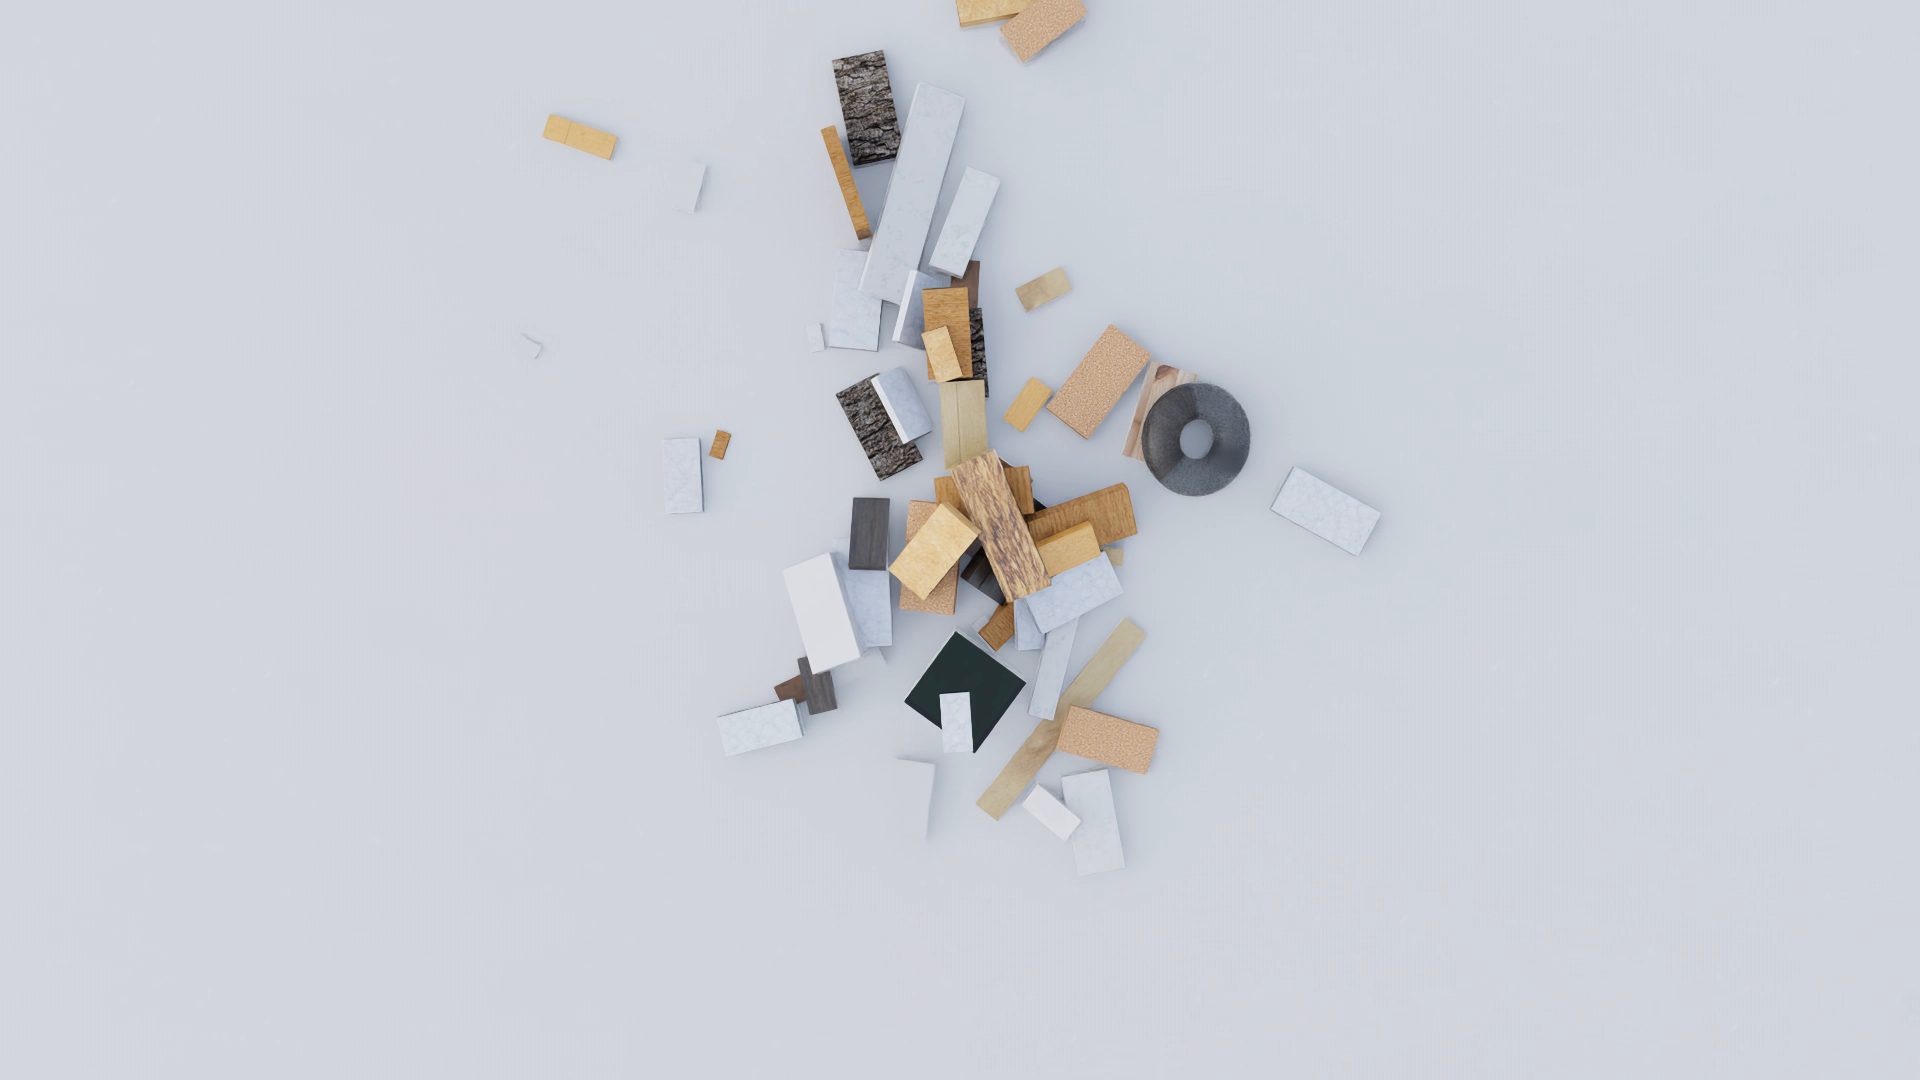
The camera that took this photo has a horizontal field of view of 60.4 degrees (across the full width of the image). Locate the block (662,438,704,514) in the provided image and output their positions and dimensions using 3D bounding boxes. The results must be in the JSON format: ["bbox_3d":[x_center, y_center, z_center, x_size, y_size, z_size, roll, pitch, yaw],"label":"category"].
[{"bbox_3d":[-0.920,-0.212,5.483,0.122,0.035,0.245,-3,90,0],"label":"block"}]

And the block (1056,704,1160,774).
[{"bbox_3d":[0.490,0.660,5.462,0.309,0.044,0.154,16,92,-5],"label":"block"}]

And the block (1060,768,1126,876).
[{"bbox_3d":[0.441,0.935,5.478,0.154,0.044,0.330,-10,90,0],"label":"block"}]

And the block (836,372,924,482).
[{"bbox_3d":[-0.268,-0.376,5.477,0.161,0.046,0.322,-27,90,0],"label":"block"}]

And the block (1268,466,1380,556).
[{"bbox_3d":[1.211,-0.095,5.477,0.326,0.046,0.163,29,90,0],"label":"block"}]

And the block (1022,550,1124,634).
[{"bbox_3d":[0.369,0.172,5.439,0.309,0.044,0.154,-27,98,-10],"label":"block"}]

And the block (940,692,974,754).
[{"bbox_3d":[-0.011,0.576,5.208,0.093,0.026,0.185,-4,90,0],"label":"block"}]

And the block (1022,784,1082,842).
[{"bbox_3d":[0.305,0.901,5.459,0.185,0.026,0.093,39,103,12],"label":"block"}]

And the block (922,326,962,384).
[{"bbox_3d":[-0.058,-0.603,5.360,0.085,0.024,0.171,-17,103,4],"label":"block"}]

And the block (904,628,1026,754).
[{"bbox_3d":[0.016,0.482,5.361,0.279,0.279,0.279,36,90,0],"label":"block"}]

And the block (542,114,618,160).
[{"bbox_3d":[-1.264,-1.341,5.489,0.235,0.023,0.080,19,90,0],"label":"block"}]

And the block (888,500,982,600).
[{"bbox_3d":[-0.082,0.034,5.340,0.155,0.044,0.311,41,118,4],"label":"block"}]

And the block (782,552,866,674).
[{"bbox_3d":[-0.446,0.241,5.416,0.180,0.051,0.360,-21,80,19],"label":"block"}]

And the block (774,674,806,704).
[{"bbox_3d":[-0.523,0.490,5.488,0.173,0.024,0.086,-25,90,0],"label":"block"}]

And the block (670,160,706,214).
[{"bbox_3d":[-0.903,-1.176,5.489,0.080,0.023,0.160,15,90,0],"label":"block"}]

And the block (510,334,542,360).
[{"bbox_3d":[-1.444,-0.645,5.493,0.092,0.013,0.046,30,90,0],"label":"block"}]

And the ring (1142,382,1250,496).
[{"bbox_3d":[0.775,-0.329,5.405,0.378,0.126,0.378,-2,97,-15],"label":"ring"}]

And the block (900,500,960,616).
[{"bbox_3d":[-0.091,0.057,5.440,0.180,0.051,0.360,7,98,7],"label":"block"}]

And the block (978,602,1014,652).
[{"bbox_3d":[0.150,0.277,5.464,0.173,0.024,0.086,-45,108,-8],"label":"block"}]

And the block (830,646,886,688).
[{"bbox_3d":[-0.350,0.410,5.486,0.192,0.027,0.096,-24,90,0],"label":"block"}]

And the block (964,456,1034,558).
[{"bbox_3d":[0.085,-0.109,5.452,0.163,0.046,0.326,34,99,0],"label":"block"}]

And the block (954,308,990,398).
[{"bbox_3d":[0.011,-0.611,5.434,0.146,0.041,0.292,-5,104,1],"label":"block"}]

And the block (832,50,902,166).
[{"bbox_3d":[-0.305,-1.434,5.475,0.173,0.049,0.346,-12,90,0],"label":"block"}]

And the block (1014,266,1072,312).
[{"bbox_3d":[0.278,-0.833,5.488,0.171,0.024,0.085,-27,90,0],"label":"block"}]

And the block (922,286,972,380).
[{"bbox_3d":[-0.040,-0.675,5.376,0.146,0.041,0.292,-3,104,1],"label":"block"}]

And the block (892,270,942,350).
[{"bbox_3d":[-0.141,-0.757,5.447,0.119,0.034,0.238,14,90,-44],"label":"block"}]

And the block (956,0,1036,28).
[{"bbox_3d":[0.157,-1.825,5.475,0.347,0.049,0.173,-10,90,0],"label":"block"}]

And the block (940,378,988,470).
[{"bbox_3d":[0.014,-0.382,5.446,0.146,0.041,0.292,-3,104,0],"label":"block"}]

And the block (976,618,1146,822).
[{"bbox_3d":[0.336,0.596,5.487,0.093,0.026,0.794,39,90,0],"label":"block"}]

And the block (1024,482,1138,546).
[{"bbox_3d":[0.398,-0.050,5.417,0.349,0.049,0.175,-19,119,-6],"label":"block"}]

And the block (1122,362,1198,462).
[{"bbox_3d":[0.664,-0.413,5.477,0.163,0.046,0.326,17,90,0],"label":"block"}]

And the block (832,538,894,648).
[{"bbox_3d":[-0.322,0.175,5.460,0.180,0.051,0.360,-3,85,0],"label":"block"}]

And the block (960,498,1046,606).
[{"bbox_3d":[0.171,0.027,5.430,0.175,0.049,0.349,35,90,-35],"label":"block"}]

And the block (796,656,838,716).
[{"bbox_3d":[-0.470,0.475,5.455,0.096,0.027,0.192,-14,84,4],"label":"block"}]

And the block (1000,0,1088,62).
[{"bbox_3d":[0.276,-1.714,5.445,0.265,0.037,0.132,-36,106,8],"label":"block"}]

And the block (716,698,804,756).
[{"bbox_3d":[-0.661,0.619,5.467,0.265,0.037,0.132,-15,91,6],"label":"block"}]

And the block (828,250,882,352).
[{"bbox_3d":[-0.340,-0.795,5.477,0.161,0.046,0.322,5,90,0],"label":"block"}]

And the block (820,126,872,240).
[{"bbox_3d":[-0.372,-1.170,5.413,0.049,0.173,0.347,-19,90,0],"label":"block"}]

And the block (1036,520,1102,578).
[{"bbox_3d":[0.330,0.041,5.393,0.245,0.035,0.122,-23,119,-4],"label":"block"}]

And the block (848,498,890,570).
[{"bbox_3d":[-0.298,-0.021,5.435,0.122,0.035,0.245,2,68,2],"label":"block"}]

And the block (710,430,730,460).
[{"bbox_3d":[-0.800,-0.317,5.493,0.046,0.013,0.092,18,90,0],"label":"block"}]

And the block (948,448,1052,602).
[{"bbox_3d":[0.132,-0.045,5.303,0.155,0.044,0.477,-22,100,9],"label":"block"}]

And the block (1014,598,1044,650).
[{"bbox_3d":[0.229,0.265,5.460,0.096,0.027,0.192,-5,97,-19],"label":"block"}]

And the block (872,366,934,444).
[{"bbox_3d":[-0.188,-0.447,5.450,0.119,0.034,0.238,-27,90,-38],"label":"block"}]

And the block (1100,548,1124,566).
[{"bbox_3d":[0.486,0.054,5.491,0.115,0.016,0.058,5,91,0],"label":"block"}]

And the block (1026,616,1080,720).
[{"bbox_3d":[0.320,0.367,5.466,0.086,0.024,0.452,15,86,-10],"label":"block"}]

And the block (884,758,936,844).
[{"bbox_3d":[-0.165,0.866,5.481,0.132,0.037,0.265,8,90,0],"label":"block"}]

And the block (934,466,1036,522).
[{"bbox_3d":[0.079,-0.143,5.353,0.311,0.044,0.155,-7,85,6],"label":"block"}]

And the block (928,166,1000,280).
[{"bbox_3d":[0.016,-1.050,5.460,0.119,0.034,0.358,21,83,1],"label":"block"}]

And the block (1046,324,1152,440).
[{"bbox_3d":[0.460,-0.524,5.475,0.175,0.049,0.349,38,90,0],"label":"block"}]

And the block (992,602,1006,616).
[{"bbox_3d":[0.152,0.232,5.492,0.058,0.016,0.115,29,90,0],"label":"block"}]

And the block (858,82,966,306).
[{"bbox_3d":[-0.159,-1.140,5.443,0.161,0.046,0.714,16,88,-17],"label":"block"}]

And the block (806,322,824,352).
[{"bbox_3d":[-0.481,-0.674,5.493,0.046,0.013,0.092,-11,90,0],"label":"block"}]

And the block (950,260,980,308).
[{"bbox_3d":[0.015,-0.835,5.460,0.093,0.026,0.186,3,75,1],"label":"block"}]

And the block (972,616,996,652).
[{"bbox_3d":[0.095,0.313,5.492,0.058,0.016,0.115,-38,90,0],"label":"block"}]

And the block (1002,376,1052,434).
[{"bbox_3d":[0.225,-0.450,5.488,0.086,0.024,0.171,36,90,0],"label":"block"}]
